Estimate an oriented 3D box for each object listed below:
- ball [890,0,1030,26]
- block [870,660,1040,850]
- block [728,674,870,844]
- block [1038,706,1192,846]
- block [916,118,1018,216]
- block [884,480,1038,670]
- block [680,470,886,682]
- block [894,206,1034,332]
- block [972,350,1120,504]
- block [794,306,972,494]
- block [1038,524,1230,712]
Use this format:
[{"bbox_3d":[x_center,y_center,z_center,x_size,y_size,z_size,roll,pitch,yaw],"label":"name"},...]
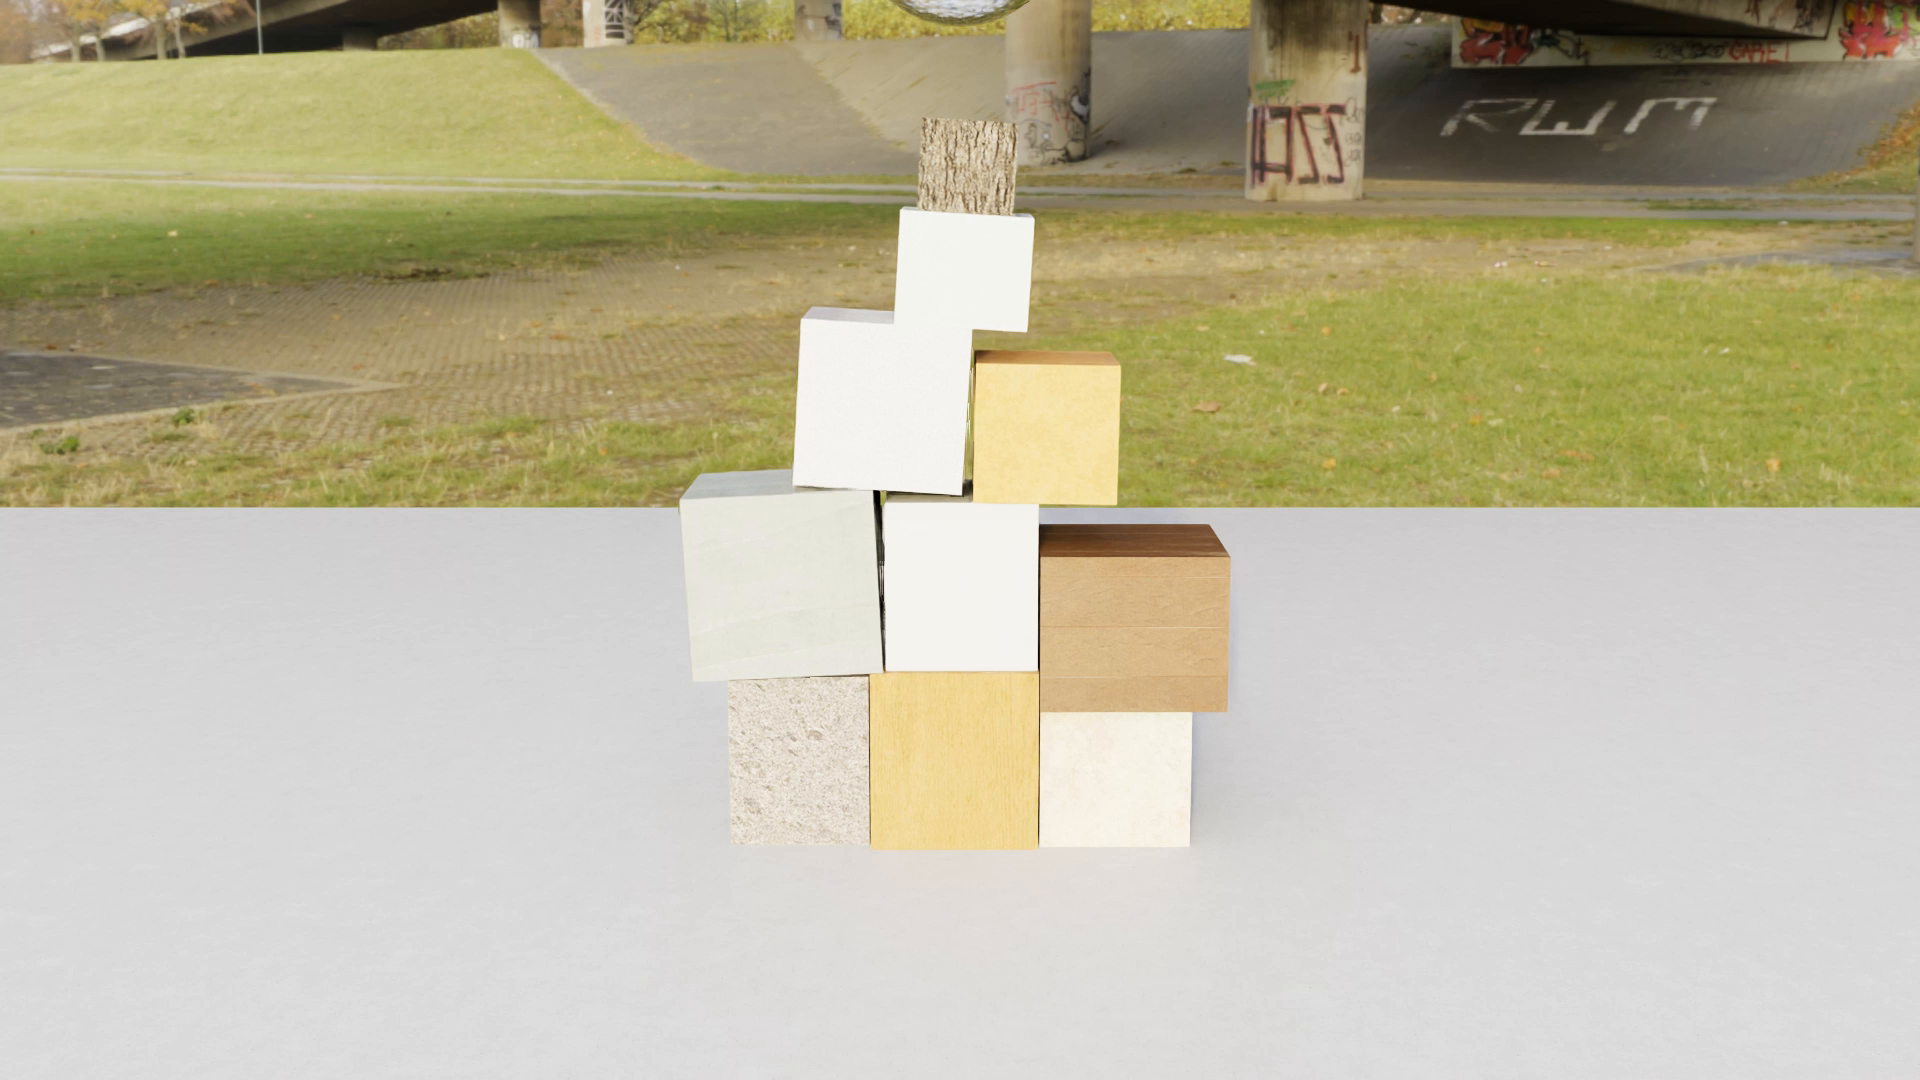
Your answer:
[{"bbox_3d":[0.000,-4.464,15.608,1.600,1.600,1.600,0,10,0],"label":"ball"},{"bbox_3d":[-0.028,1.033,11.354,0.836,0.905,0.840,0,10,0],"label":"block"},{"bbox_3d":[-0.806,1.047,11.370,0.700,0.870,0.699,0,10,0],"label":"block"},{"bbox_3d":[0.778,1.119,11.394,0.755,0.722,0.786,0,10,0],"label":"block"},{"bbox_3d":[0.037,-1.838,10.828,0.465,0.443,0.494,3,10,-1],"label":"block"},{"bbox_3d":[0.008,0.168,11.223,0.754,0.844,0.735,0,10,0],"label":"block"},{"bbox_3d":[-0.873,0.154,11.220,0.941,0.914,0.859,-3,10,1],"label":"block"},{"bbox_3d":[0.019,-1.352,10.917,0.644,0.545,0.644,3,10,-1],"label":"block"},{"bbox_3d":[0.422,-0.577,11.061,0.703,0.682,0.716,1,10,0],"label":"block"},{"bbox_3d":[-0.379,-0.715,11.070,0.823,0.809,0.811,4,10,-1],"label":"block"},{"bbox_3d":[0.857,0.383,11.248,0.926,0.779,0.947,0,10,0],"label":"block"}]
